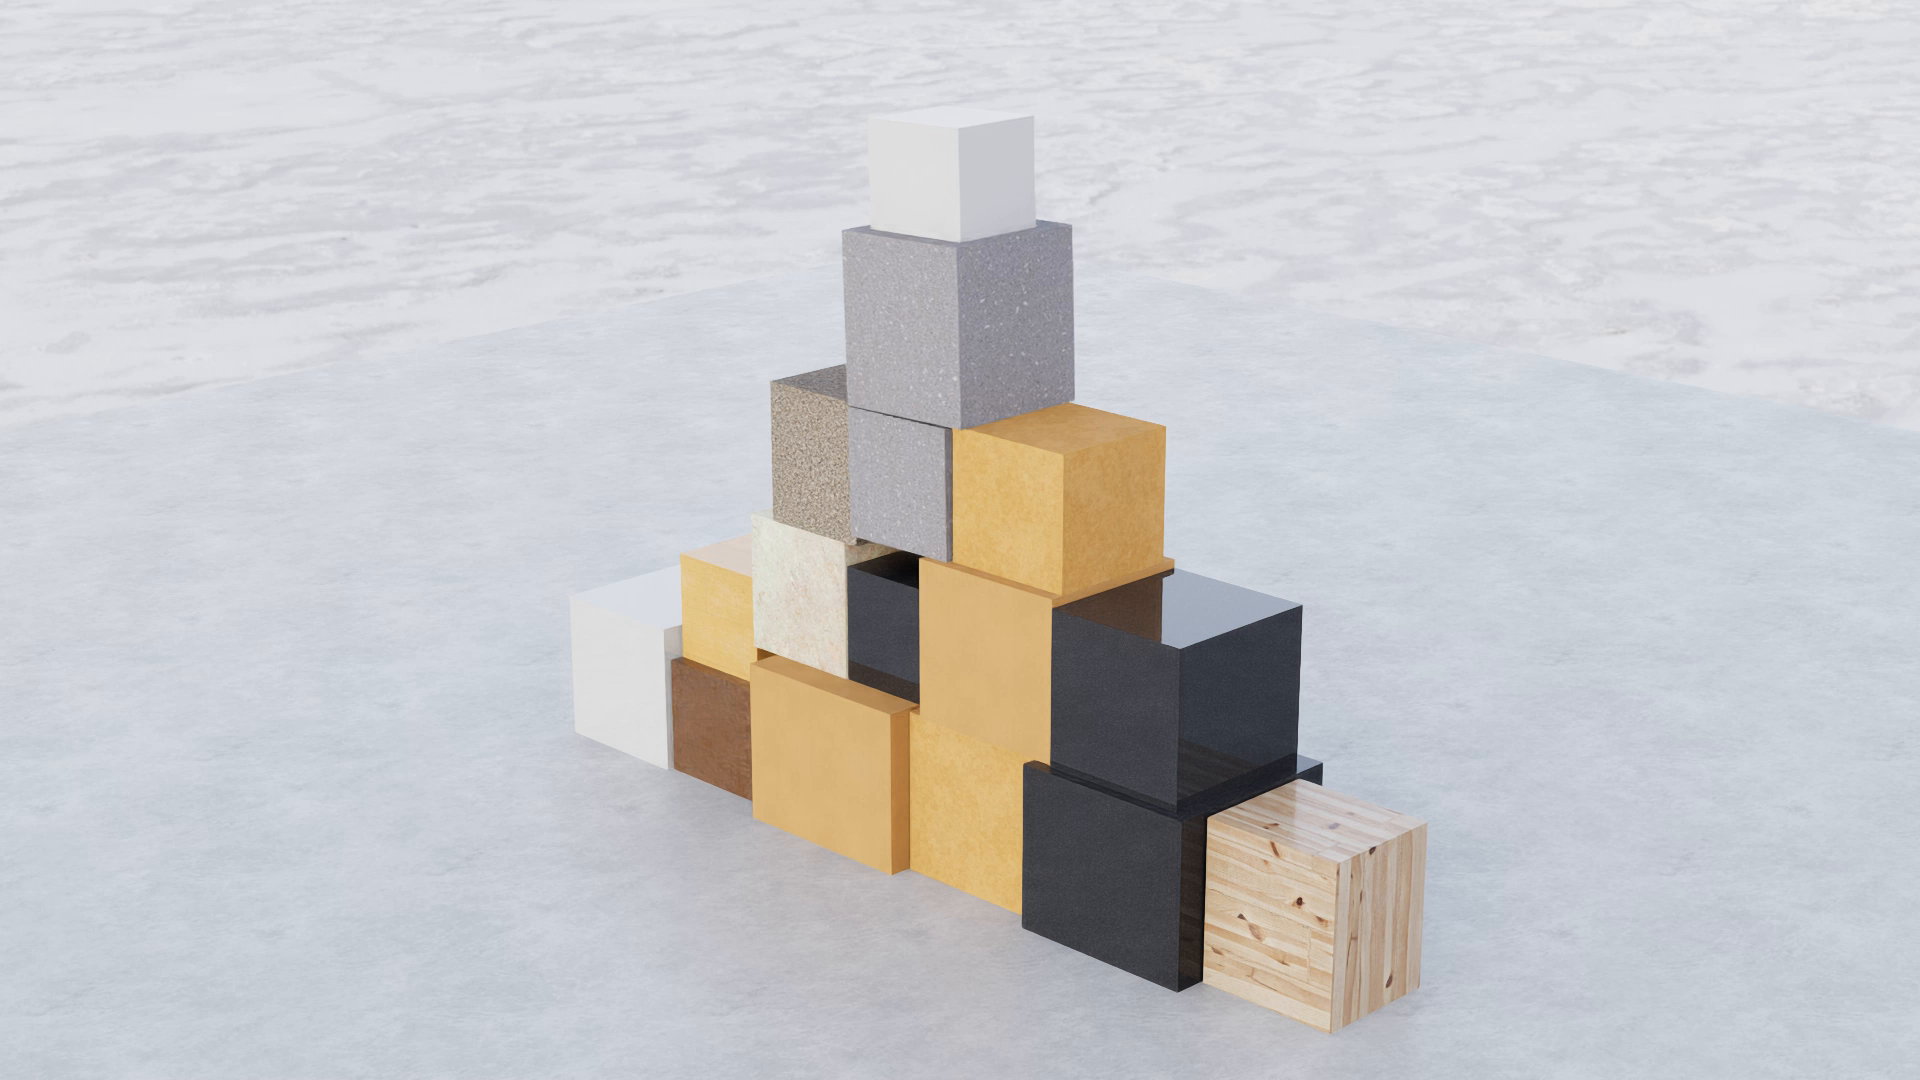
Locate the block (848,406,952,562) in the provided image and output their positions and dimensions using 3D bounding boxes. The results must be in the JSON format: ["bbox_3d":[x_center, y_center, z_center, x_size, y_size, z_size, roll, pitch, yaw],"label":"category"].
[{"bbox_3d":[-0.048,-0.321,13.263,0.662,0.607,0.618,-17,23,-42],"label":"block"}]

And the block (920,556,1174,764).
[{"bbox_3d":[0.385,0.444,13.086,0.792,0.755,0.806,-17,24,-42],"label":"block"}]

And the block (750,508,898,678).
[{"bbox_3d":[-0.548,0.196,13.981,0.650,0.667,0.601,17,24,42],"label":"block"}]

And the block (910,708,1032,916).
[{"bbox_3d":[0.311,1.153,13.381,0.736,0.776,0.794,-17,24,-42],"label":"block"}]

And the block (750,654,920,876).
[{"bbox_3d":[-0.327,0.963,13.968,0.926,0.787,0.962,-17,24,-42],"label":"block"}]

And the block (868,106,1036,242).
[{"bbox_3d":[-0.035,-1.610,12.852,0.551,0.491,0.474,14,22,42],"label":"block"}]

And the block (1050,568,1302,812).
[{"bbox_3d":[0.924,0.627,12.563,0.795,0.721,0.719,-17,24,-42],"label":"block"}]

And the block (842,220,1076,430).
[{"bbox_3d":[-0.003,-0.998,13.046,0.724,0.794,0.720,-17,22,-42],"label":"block"}]

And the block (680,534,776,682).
[{"bbox_3d":[-0.975,0.321,14.483,0.569,0.540,0.560,-17,24,-42],"label":"block"}]

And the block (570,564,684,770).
[{"bbox_3d":[-1.465,0.640,15.066,0.739,0.745,0.749,-17,24,-42],"label":"block"}]

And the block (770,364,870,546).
[{"bbox_3d":[-0.447,-0.422,13.705,0.649,0.676,0.574,-17,24,-42],"label":"block"}]

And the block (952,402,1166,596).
[{"bbox_3d":[0.433,-0.199,12.834,0.653,0.622,0.659,-17,24,-42],"label":"block"}]

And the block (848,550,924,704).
[{"bbox_3d":[-0.116,0.384,13.574,0.572,0.553,0.567,-17,24,-42],"label":"block"}]

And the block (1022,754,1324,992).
[{"bbox_3d":[0.922,1.335,12.803,0.933,0.775,0.907,-17,24,-42],"label":"block"}]

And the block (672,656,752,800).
[{"bbox_3d":[-0.923,0.875,14.591,0.698,0.581,0.738,-17,24,-42],"label":"block"}]

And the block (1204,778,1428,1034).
[{"bbox_3d":[1.481,1.518,12.258,0.607,0.753,0.676,-17,24,-42],"label":"block"}]
